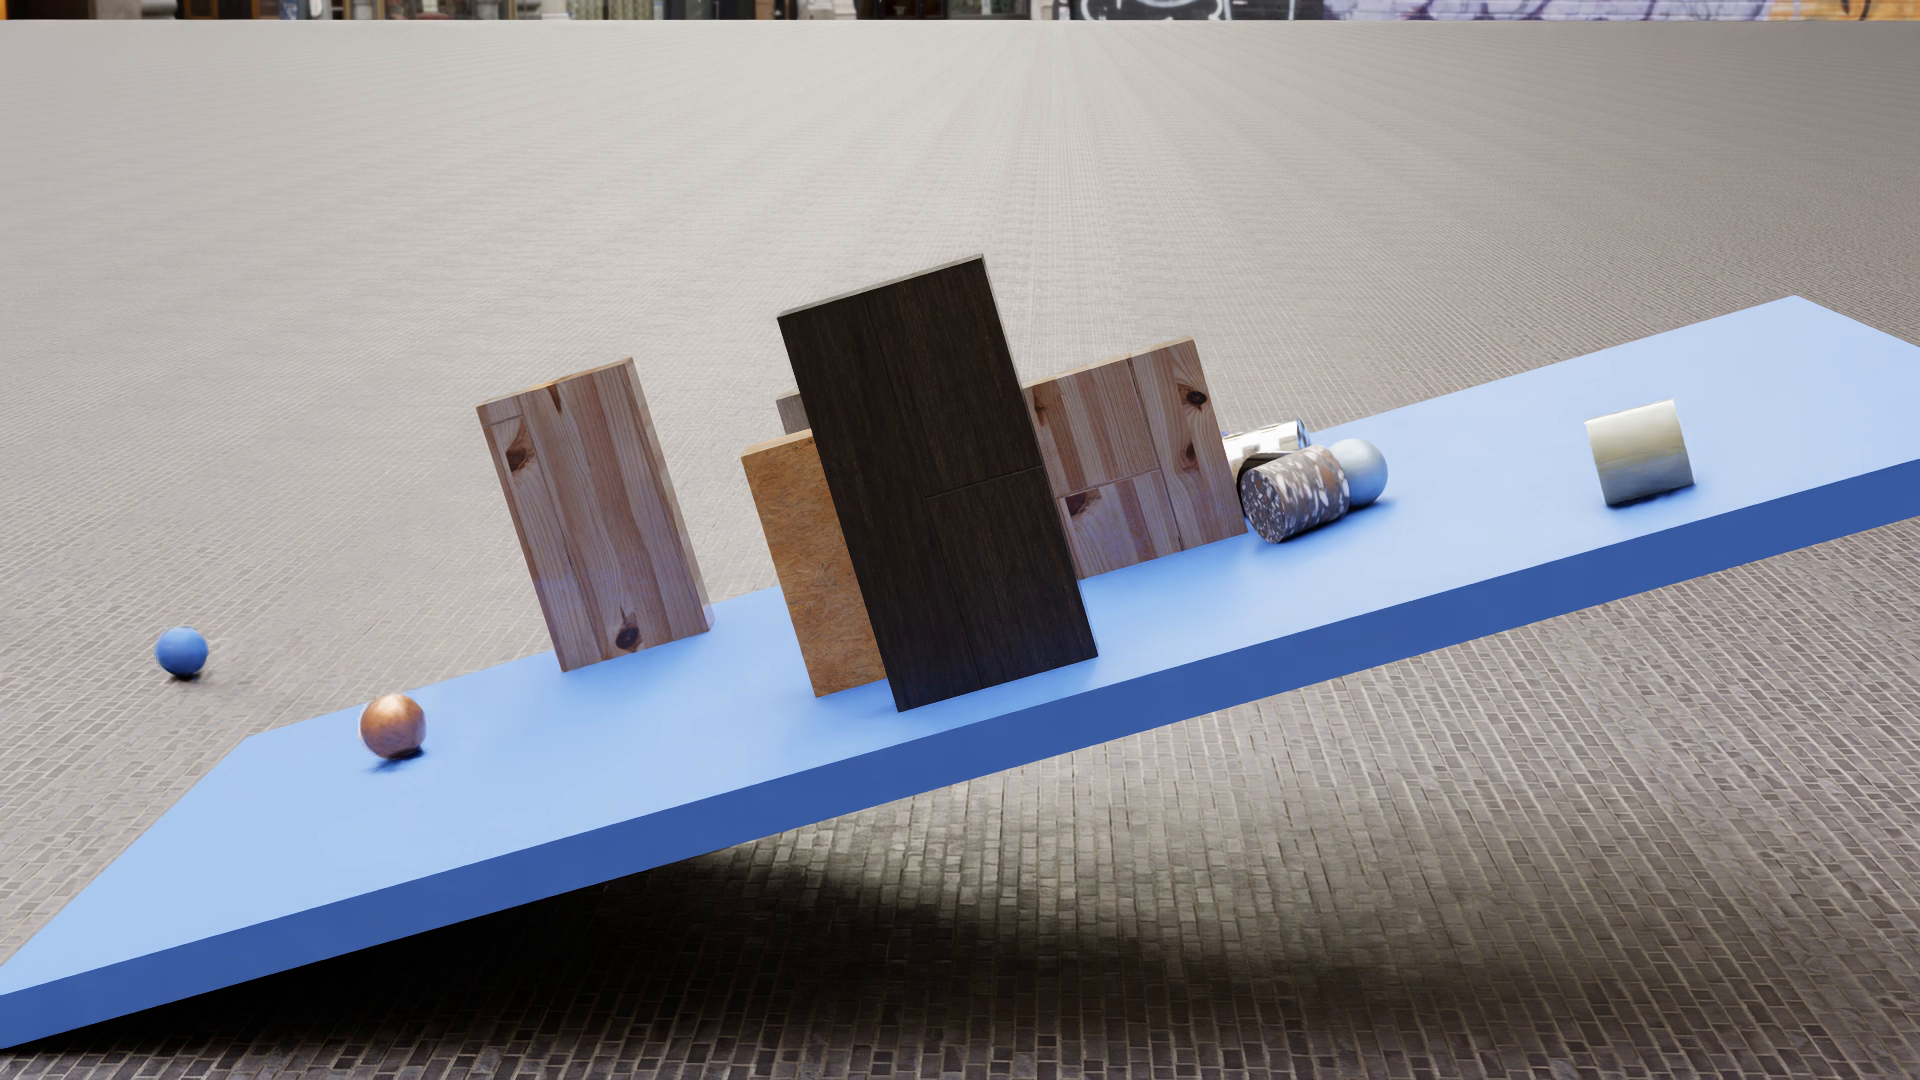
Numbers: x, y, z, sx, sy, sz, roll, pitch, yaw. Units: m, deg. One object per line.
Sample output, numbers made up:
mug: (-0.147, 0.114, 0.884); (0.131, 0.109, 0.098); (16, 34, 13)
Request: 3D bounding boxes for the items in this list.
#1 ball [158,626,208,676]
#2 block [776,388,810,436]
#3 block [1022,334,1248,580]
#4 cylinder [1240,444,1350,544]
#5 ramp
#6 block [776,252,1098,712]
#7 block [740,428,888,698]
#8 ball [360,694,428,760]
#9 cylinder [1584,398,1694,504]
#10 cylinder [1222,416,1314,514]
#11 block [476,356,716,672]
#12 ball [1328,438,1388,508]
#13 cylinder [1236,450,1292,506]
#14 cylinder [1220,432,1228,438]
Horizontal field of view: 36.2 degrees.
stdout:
ball: (-2.252, 0.323, 8.521); (0.143, 0.143, 0.143); (0, 11, 0)
block: (-0.202, -0.127, 6.754); (0.299, 0.510, 0.107); (-16, 10, 5)
block: (0.374, -0.176, 6.298); (0.380, 0.432, 0.087); (-16, 10, 5)
cylinder: (0.696, -0.096, 6.113); (0.162, 0.162, 0.162); (-21, 18, -22)
ramp: (0.091, 0.187, 6.320); (4.000, 0.100, 2.000); (-16, 10, 5)
block: (-0.037, -0.106, 5.556); (0.396, 0.785, 0.107); (-16, 10, 5)
block: (-0.232, 0.028, 5.940); (0.270, 0.513, 0.131); (-16, 10, 5)
ball: (-1.267, 0.417, 6.582); (0.148, 0.148, 0.148); (0, 11, 0)
cylinder: (1.275, -0.166, 5.519); (0.166, 0.166, 0.166); (-14, 8, 13)
cylinder: (0.682, -0.164, 6.473); (0.174, 0.174, 0.174); (-17, 4, 21)
block: (-0.867, -0.060, 7.026); (0.370, 0.668, 0.126); (-16, 10, 5)
ball: (0.826, -0.141, 6.183); (0.146, 0.146, 0.146); (0, 11, 0)
cylinder: (0.691, -0.117, 6.281); (0.147, 0.147, 0.147); (-5, 7, -27)
cylinder: (0.544, -0.142, 6.612); (0.163, 0.163, 0.163); (-16, 10, 3)
